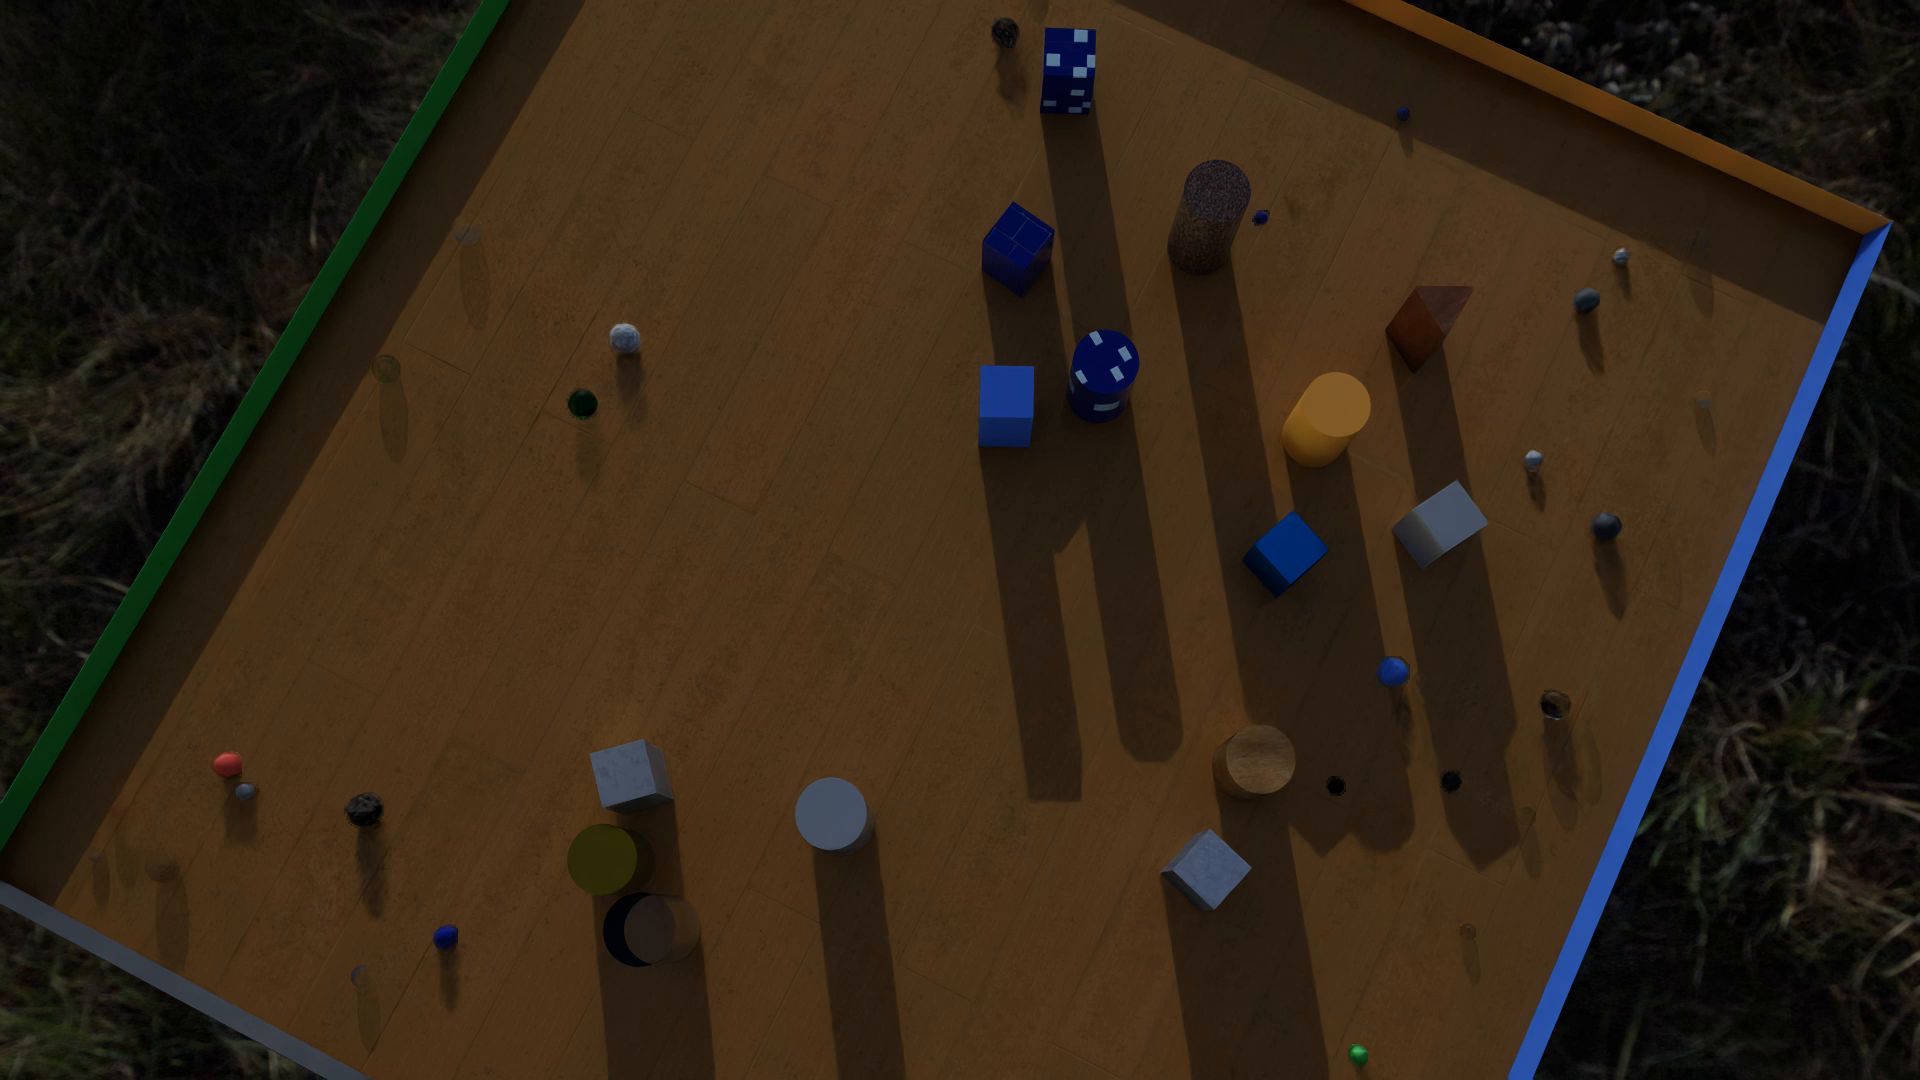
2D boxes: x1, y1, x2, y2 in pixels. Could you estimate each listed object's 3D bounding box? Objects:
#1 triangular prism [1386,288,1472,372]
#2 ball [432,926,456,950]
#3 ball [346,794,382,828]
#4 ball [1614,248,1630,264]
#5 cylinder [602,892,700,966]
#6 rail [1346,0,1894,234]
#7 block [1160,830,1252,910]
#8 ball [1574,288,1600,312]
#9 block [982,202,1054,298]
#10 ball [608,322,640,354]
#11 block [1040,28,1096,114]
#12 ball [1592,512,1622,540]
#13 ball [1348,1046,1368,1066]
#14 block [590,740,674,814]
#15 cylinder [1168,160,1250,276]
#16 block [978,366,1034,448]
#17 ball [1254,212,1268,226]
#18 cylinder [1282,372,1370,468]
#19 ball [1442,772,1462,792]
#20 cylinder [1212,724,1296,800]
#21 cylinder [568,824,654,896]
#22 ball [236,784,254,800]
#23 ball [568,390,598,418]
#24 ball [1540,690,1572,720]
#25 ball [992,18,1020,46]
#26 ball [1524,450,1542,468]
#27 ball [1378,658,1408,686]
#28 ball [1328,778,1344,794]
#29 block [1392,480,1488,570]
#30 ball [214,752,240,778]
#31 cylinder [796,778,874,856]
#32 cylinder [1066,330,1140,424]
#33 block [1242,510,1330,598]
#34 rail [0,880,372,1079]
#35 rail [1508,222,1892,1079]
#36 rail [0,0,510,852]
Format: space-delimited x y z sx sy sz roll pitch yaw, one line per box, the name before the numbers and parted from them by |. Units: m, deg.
triangular prism | 1.398 -0.666 5.558 0.147 0.386 0.170 30 80 6
ball | -1.502 1.159 5.342 0.067 0.067 0.067 0 78 0
ball | -1.756 0.797 5.402 0.098 0.098 0.098 0 78 0
ball | 2.086 -0.895 5.779 0.045 0.045 0.045 0 78 0
cylinder | -0.860 1.093 5.147 0.196 0.476 0.196 0 78 0
rail | 0.972 -1.896 5.943 4.287 0.127 0.045 26 80 5
block | 0.702 0.948 5.256 0.157 0.321 0.157 43 81 8
ball | 1.961 -0.752 5.734 0.075 0.075 0.075 0 78 0
block | 0.178 -0.896 5.671 0.157 0.256 0.157 36 81 7
ball | -1.043 -0.626 5.697 0.096 0.096 0.096 0 78 0
block | 0.339 -1.477 5.783 0.157 0.273 0.157 2 78 0
ball | 1.969 -0.043 5.582 0.085 0.085 0.085 0 78 0
ball | 1.150 1.485 5.281 0.056 0.056 0.056 0 78 0
block | -0.947 0.688 5.308 0.157 0.325 0.157 -15 79 -3
cylinder | 0.755 -0.977 5.590 0.196 0.448 0.196 0 78 0
block | 0.137 -0.400 5.526 0.157 0.339 0.157 1 78 0
ball | 0.954 -1.020 5.805 0.043 0.043 0.043 0 78 0
cylinder | 1.096 -0.357 5.505 0.196 0.364 0.196 0 78 0
ball | 1.458 0.717 5.439 0.057 0.057 0.057 0 78 0
cylinder | 0.851 0.650 5.330 0.196 0.298 0.196 0 78 0
cylinder | -1.000 0.923 5.271 0.196 0.303 0.196 0 78 0
ball | -2.120 0.747 5.436 0.051 0.051 0.051 0 78 0
ball | -1.165 -0.421 5.658 0.089 0.089 0.089 0 78 0
ball | 1.779 0.492 5.470 0.087 0.087 0.087 0 78 0
ball | 0.147 -1.639 5.911 0.088 0.088 0.088 0 78 0
ball | 1.765 -0.248 5.640 0.054 0.054 0.054 0 78 0
ball | 1.298 0.396 5.490 0.086 0.086 0.086 0 78 0
ball | 1.116 0.731 5.441 0.048 0.048 0.048 0 78 0
block | 1.433 -0.042 5.481 0.157 0.282 0.157 -33 80 -6
ball | -2.176 0.669 5.440 0.075 0.075 0.075 0 78 0
cylinder | -0.352 0.792 5.220 0.196 0.455 0.196 0 78 0
cylinder | 0.430 -0.492 5.552 0.196 0.326 0.196 0 78 0
block | 0.972 0.045 5.483 0.157 0.243 0.157 -40 81 -8
rail | -0.972 1.910 5.155 4.287 0.127 0.045 26 80 5
rail | 1.896 0.935 5.357 0.045 0.127 4.392 26 80 5
rail | -1.896 -0.922 5.741 0.045 0.127 4.392 26 80 5
